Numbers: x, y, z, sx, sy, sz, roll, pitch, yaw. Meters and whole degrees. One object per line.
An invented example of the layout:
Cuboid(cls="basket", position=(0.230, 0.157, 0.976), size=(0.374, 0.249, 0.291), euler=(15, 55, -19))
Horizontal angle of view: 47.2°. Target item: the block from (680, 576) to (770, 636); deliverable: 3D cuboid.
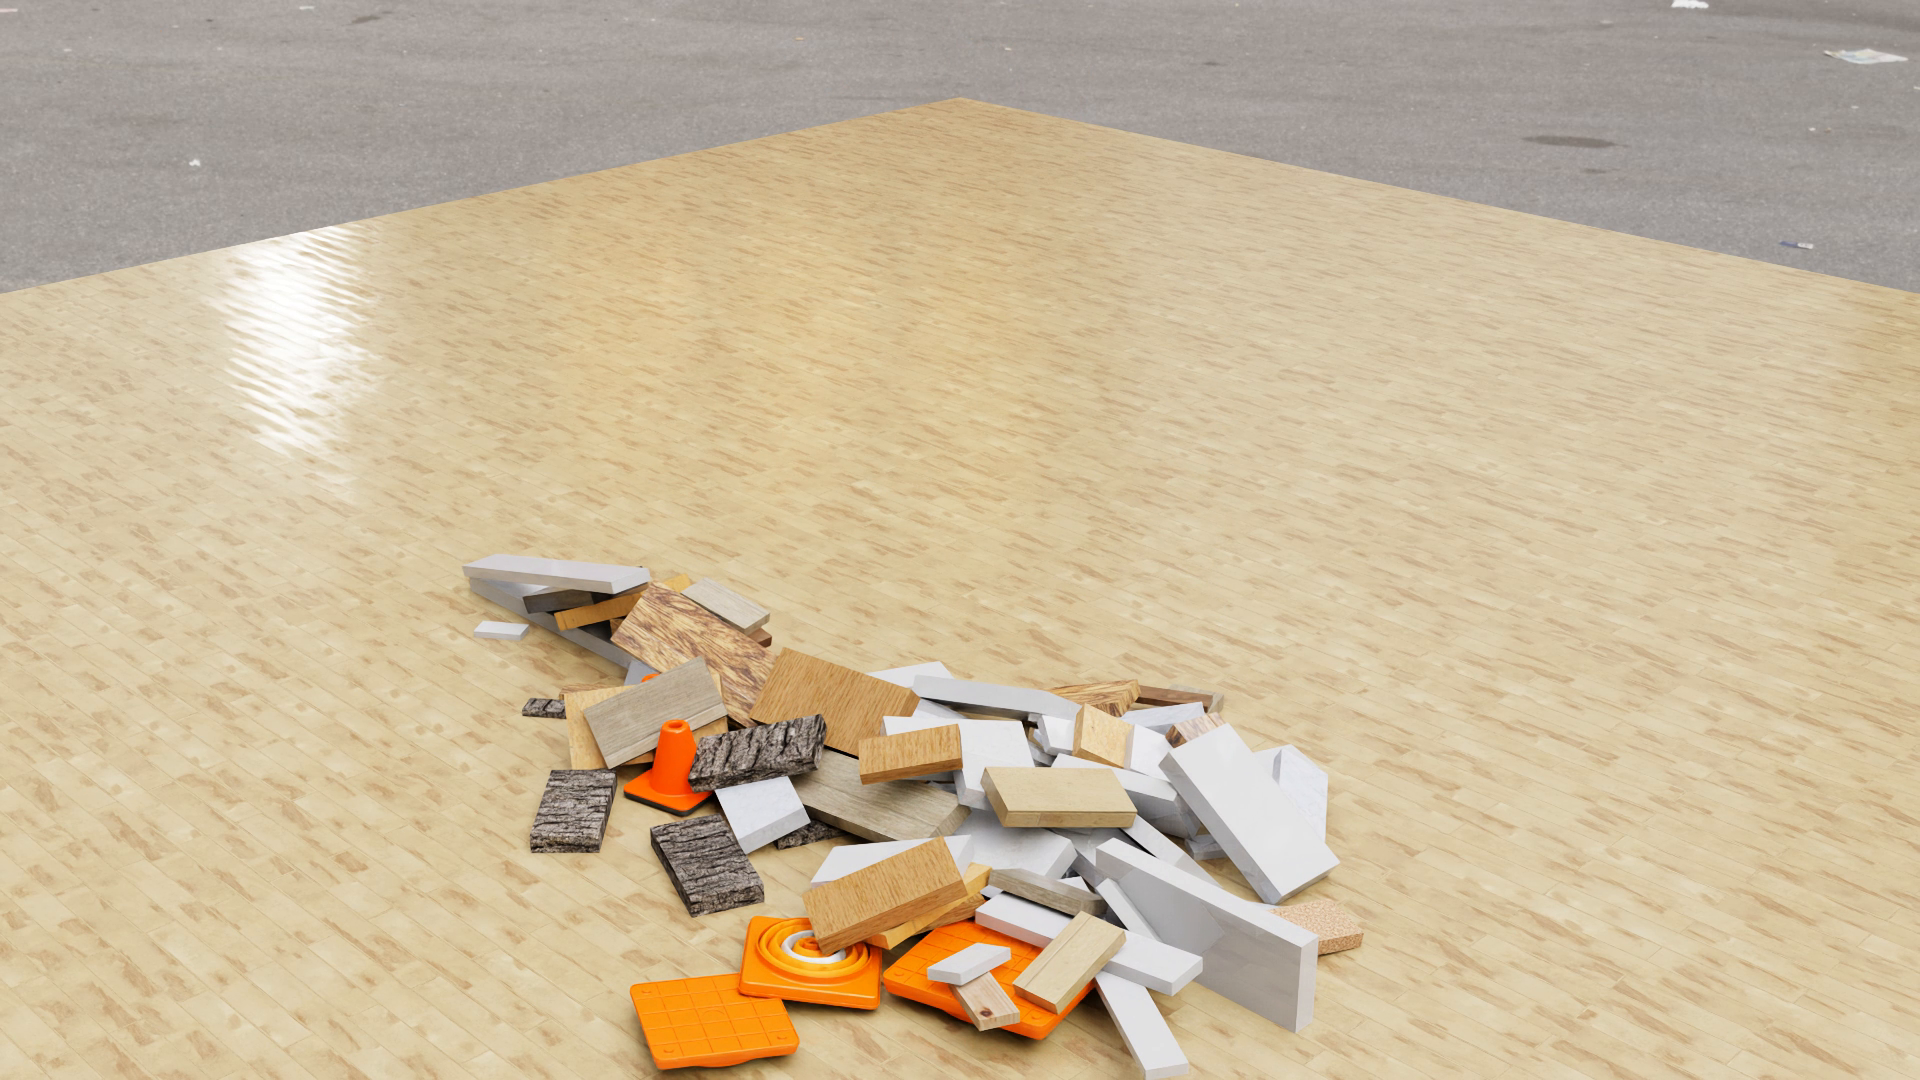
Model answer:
Cuboid(cls="block", position=(-0.521, 0.148, 4.870), size=(0.184, 0.026, 0.092), euler=(27, 36, 23))

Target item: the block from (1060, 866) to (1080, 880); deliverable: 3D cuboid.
Cuboid(cls="block", position=(0.173, 0.590, 4.285), size=(0.095, 0.027, 0.191), euler=(-20, 42, -39))

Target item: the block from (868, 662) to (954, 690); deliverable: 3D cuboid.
Cuboid(cls="block", position=(-0.121, 0.322, 4.967), size=(0.197, 0.028, 0.099), euler=(-9, 24, -19))

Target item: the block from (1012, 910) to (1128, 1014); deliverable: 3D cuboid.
Cuboid(cls="block", position=(0.189, 0.724, 3.771), size=(0.096, 0.027, 0.193), euler=(18, 46, 39))

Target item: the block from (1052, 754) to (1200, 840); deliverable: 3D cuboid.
Cuboid(cls="block", position=(0.328, 0.508, 4.359), size=(0.281, 0.140, 0.040), euler=(11, 57, 34))

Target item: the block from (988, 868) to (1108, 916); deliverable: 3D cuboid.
Cuboid(cls="block", position=(0.160, 0.637, 3.984), size=(0.198, 0.028, 0.099), euler=(14, 3, 36))

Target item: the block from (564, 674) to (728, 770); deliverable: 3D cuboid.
Cuboid(cls="block", position=(-0.654, 0.383, 4.601), size=(0.326, 0.163, 0.046), euler=(-7, -6, -1))

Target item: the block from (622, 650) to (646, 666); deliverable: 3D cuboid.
Cuboid(cls="block", position=(-0.601, 0.288, 4.968), size=(0.310, 0.044, 0.155), euler=(27, 34, 32))

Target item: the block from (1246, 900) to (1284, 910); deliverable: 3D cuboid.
Cuboid(cls="block", position=(0.552, 0.688, 4.101), size=(0.098, 0.014, 0.049), euler=(7, 4, 15))

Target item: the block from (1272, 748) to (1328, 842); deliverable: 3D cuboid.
Cuboid(cls="block", position=(0.677, 0.518, 4.396), size=(0.111, 0.031, 0.222), euler=(30, 32, -7))

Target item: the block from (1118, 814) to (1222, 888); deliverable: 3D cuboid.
Cuboid(cls="block", position=(0.373, 0.584, 4.217), size=(0.040, 0.140, 0.281), euler=(-49, 37, -5))

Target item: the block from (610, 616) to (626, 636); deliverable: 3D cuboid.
Cuboid(cls="block", position=(-0.630, 0.202, 4.966), size=(0.310, 0.044, 0.155), euler=(12, 25, 42))

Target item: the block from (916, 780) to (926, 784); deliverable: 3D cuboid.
Cuboid(cls="block", position=(-0.148, 0.503, 4.397), size=(0.164, 0.023, 0.082), euler=(-38, 36, -18))

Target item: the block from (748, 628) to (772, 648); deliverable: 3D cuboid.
Cuboid(cls="block", position=(-0.511, 0.191, 4.856), size=(0.184, 0.026, 0.092), euler=(34, 39, 31))

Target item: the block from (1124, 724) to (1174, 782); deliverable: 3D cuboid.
Cuboid(cls="block", position=(0.456, 0.474, 4.421), size=(0.260, 0.037, 0.130), euler=(23, 38, -9))

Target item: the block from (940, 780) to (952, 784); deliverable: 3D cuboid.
Cuboid(cls="block", position=(0.054, 0.530, 4.395), size=(0.095, 0.027, 0.191), euler=(-16, 43, -37))

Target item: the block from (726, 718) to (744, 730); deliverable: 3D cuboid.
Cuboid(cls="block", position=(-0.476, 0.315, 4.719), size=(0.326, 0.046, 0.163), euler=(25, 74, 13))

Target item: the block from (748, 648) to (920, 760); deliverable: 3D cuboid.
Cuboid(cls="block", position=(-0.261, 0.346, 4.529), size=(0.333, 0.047, 0.166), euler=(16, 71, 32))

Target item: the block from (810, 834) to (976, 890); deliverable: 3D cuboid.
Cuboid(cls="block", position=(-0.123, 0.607, 4.072), size=(0.276, 0.039, 0.138), euler=(-8, 18, 19))

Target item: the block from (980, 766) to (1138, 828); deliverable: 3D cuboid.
Cuboid(cls="block", position=(0.187, 0.487, 4.171), size=(0.269, 0.038, 0.135), euler=(3, 30, -23))

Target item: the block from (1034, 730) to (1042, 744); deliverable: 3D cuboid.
Cuboid(cls="block", position=(0.213, 0.410, 4.525), size=(0.113, 0.016, 0.056), euler=(6, 13, -19))

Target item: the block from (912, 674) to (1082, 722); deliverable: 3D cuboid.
Cuboid(cls="block", position=(0.080, 0.345, 4.714), size=(0.333, 0.047, 0.167), euler=(5, -12, 34))

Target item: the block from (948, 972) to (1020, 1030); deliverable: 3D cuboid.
Cuboid(cls="block", position=(0.040, 0.778, 3.724), size=(0.072, 0.021, 0.145), euler=(-8, 21, -20))

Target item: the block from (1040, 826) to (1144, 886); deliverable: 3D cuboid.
Cuboid(cls="block", position=(0.230, 0.569, 4.265), size=(0.140, 0.040, 0.281), euler=(-5, 33, -41))

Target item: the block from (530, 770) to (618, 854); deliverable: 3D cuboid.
Cuboid(cls="block", position=(-0.776, 0.544, 4.430), size=(0.134, 0.038, 0.268), euler=(0, 23, -1))

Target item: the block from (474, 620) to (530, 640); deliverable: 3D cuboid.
Cuboid(cls="block", position=(-1.090, 0.216, 5.231), size=(0.116, 0.016, 0.058), euler=(4, 23, 10))

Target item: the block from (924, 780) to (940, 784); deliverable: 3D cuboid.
Cuboid(cls="block", position=(-0.040, 0.493, 4.475), size=(0.245, 0.035, 0.122), euler=(36, 39, 31))

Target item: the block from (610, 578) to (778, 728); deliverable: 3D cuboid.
Cuboid(cls="block", position=(-0.487, 0.284, 4.682), size=(0.518, 0.046, 0.163), euler=(31, 76, 15))

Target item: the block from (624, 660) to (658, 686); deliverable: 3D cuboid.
Cuboid(cls="block", position=(-0.699, 0.321, 4.920), size=(0.129, 0.064, 0.018), euler=(22, 4, 41))

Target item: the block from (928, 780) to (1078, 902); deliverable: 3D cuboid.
Cuboid(cls="block", position=(0.032, 0.594, 4.202), size=(0.348, 0.049, 0.174), euler=(19, 56, 37))

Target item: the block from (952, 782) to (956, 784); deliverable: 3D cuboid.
Cuboid(cls="block", position=(0.057, 0.492, 4.403), size=(0.095, 0.027, 0.191), euler=(-18, 44, -39))

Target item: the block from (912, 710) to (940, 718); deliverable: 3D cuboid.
Cuboid(cls="block", position=(-0.075, 0.401, 4.506), size=(0.122, 0.035, 0.245), euler=(-20, 23, -40))

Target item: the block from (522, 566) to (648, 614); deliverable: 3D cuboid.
Cuboid(cls="block", position=(-0.883, 0.118, 5.167), size=(0.153, 0.043, 0.306), euler=(-23, 10, -39))

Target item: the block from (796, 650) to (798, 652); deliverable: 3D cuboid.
Cuboid(cls="block", position=(-0.349, 0.309, 4.827), size=(0.092, 0.026, 0.184), euler=(-13, 35, -34))

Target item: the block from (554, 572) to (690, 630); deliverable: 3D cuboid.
Cuboid(cls="block", position=(-0.780, 0.143, 5.091), size=(0.306, 0.043, 0.153), euler=(-13, 8, 40))

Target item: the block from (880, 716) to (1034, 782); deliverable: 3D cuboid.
Cuboid(cls="block", position=(-0.006, 0.416, 4.355), size=(0.285, 0.040, 0.143), euler=(3, 34, -14))

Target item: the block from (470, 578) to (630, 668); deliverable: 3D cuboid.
Cuboid(cls="block", position=(-0.927, 0.174, 5.296), size=(0.659, 0.043, 0.153), euler=(21, 31, 40))
